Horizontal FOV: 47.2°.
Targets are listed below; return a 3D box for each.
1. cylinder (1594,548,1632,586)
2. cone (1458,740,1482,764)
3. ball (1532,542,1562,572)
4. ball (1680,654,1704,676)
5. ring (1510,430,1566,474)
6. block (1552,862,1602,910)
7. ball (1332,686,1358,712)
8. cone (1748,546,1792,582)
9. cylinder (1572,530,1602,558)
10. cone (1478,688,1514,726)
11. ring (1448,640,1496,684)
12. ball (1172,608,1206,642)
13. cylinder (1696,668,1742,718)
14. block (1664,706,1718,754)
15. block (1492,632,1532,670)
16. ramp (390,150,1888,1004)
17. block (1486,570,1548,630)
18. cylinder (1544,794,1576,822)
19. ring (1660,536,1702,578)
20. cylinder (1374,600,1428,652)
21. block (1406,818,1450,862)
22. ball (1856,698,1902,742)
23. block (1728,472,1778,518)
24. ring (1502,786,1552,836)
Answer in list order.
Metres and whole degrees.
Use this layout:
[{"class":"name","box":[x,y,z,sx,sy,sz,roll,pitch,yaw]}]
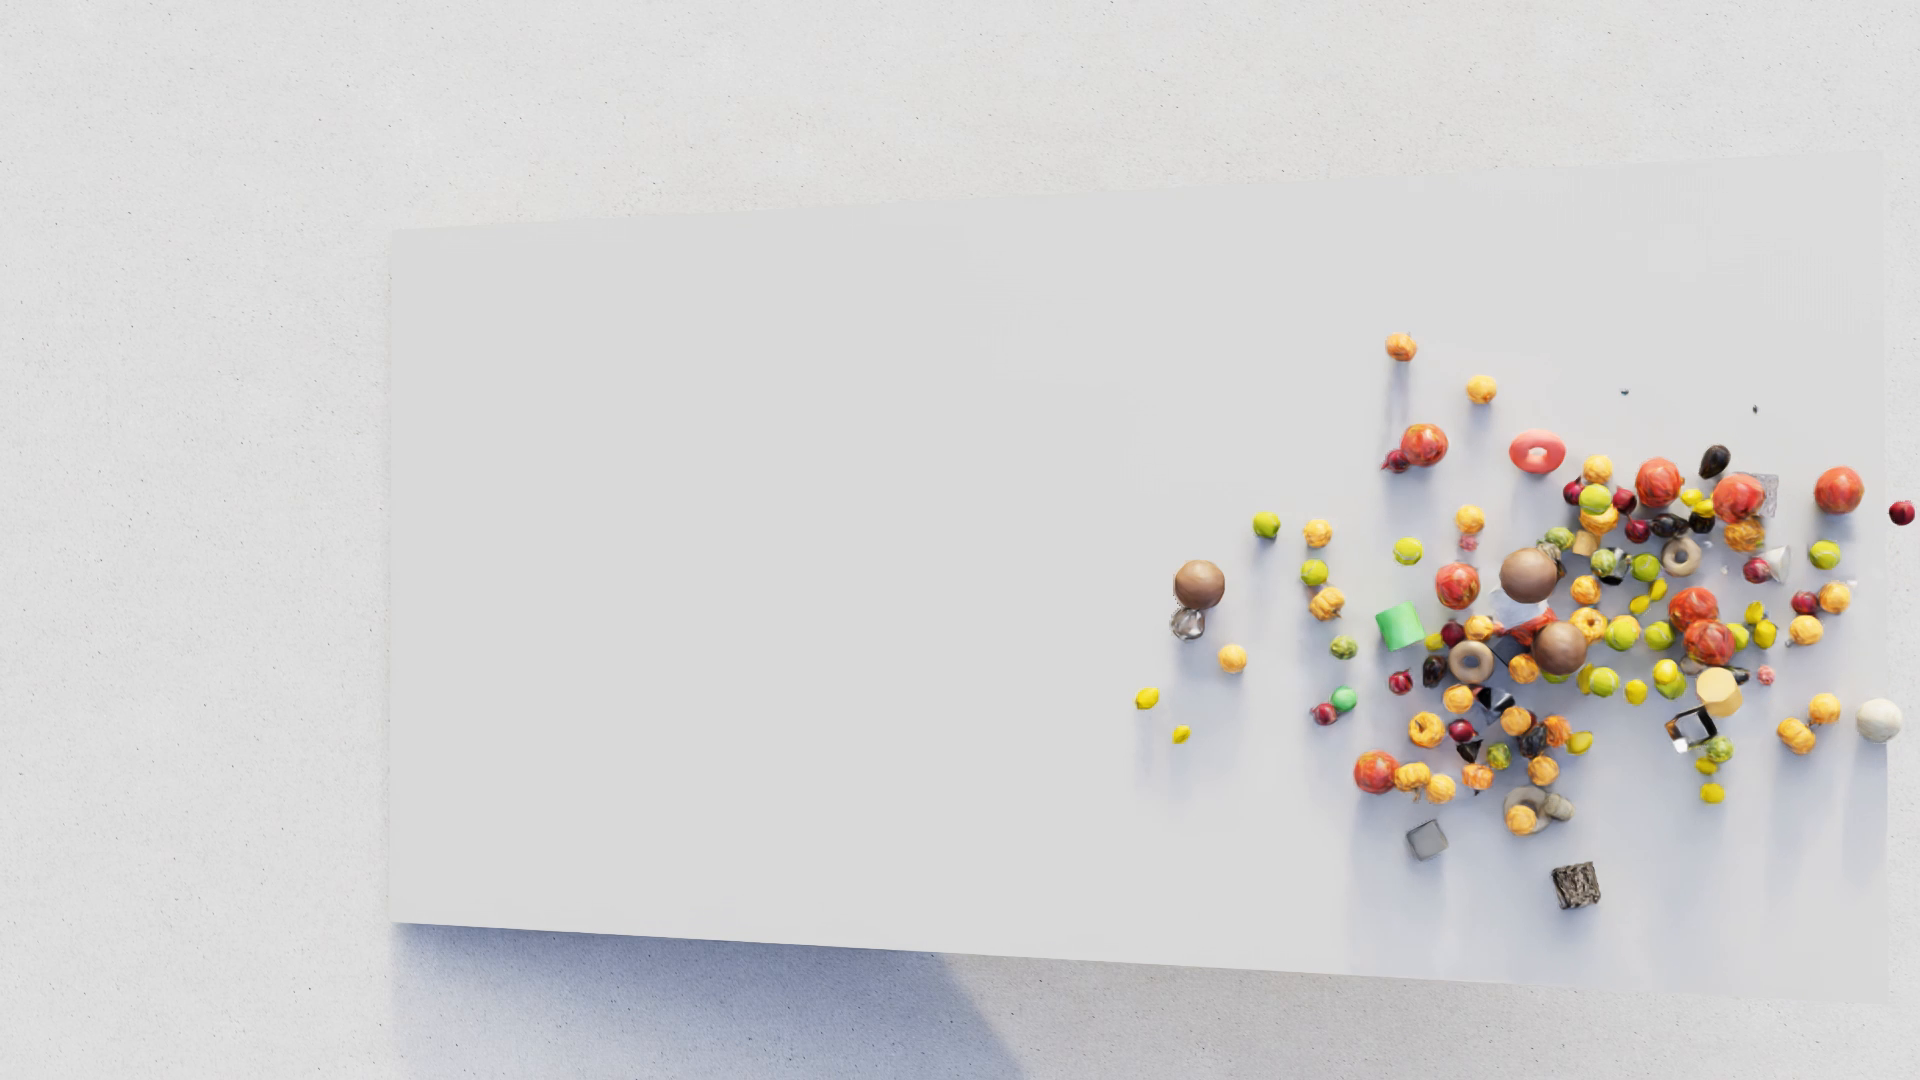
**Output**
[{"class":"cylinder","box":[1.570,0.063,5.284,0.066,0.066,0.066,33,68,0]},{"class":"cone","box":[1.265,0.510,5.410,0.059,0.059,0.059,-40,89,1]},{"class":"ball","box":[1.402,0.040,5.255,0.070,0.070,0.070,0,89,0]},{"class":"ball","box":[1.745,0.297,5.246,0.054,0.054,0.054,0,89,0]},{"class":"ring","box":[1.401,-0.214,5.332,0.135,0.135,0.045,13,49,0]},{"class":"block","box":[1.486,0.832,5.299,0.089,0.089,0.089,-15,85,21]},{"class":"ball","box":[0.959,0.397,5.489,0.063,0.063,0.063,0,89,0]},{"class":"cone","box":[1.905,0.048,5.197,0.089,0.089,0.089,14,89,36]},{"class":"cylinder","box":[1.517,0.010,5.320,0.058,0.058,0.058,16,94,0]},{"class":"cone","box":[1.300,0.423,5.376,0.089,0.089,0.089,6,128,0]},{"class":"ring","box":[1.254,0.299,5.389,0.115,0.038,0.115,8,116,17]},{"class":"ball","box":[0.582,0.215,5.600,0.086,0.086,0.086,0,89,0]},{"class":"cylinder","box":[1.759,0.353,5.092,0.087,0.087,0.087,-15,56,23]},{"class":"block","box":[1.688,0.437,5.077,0.072,0.072,0.072,-14,67,-16]},{"class":"block","box":[1.346,0.269,5.367,0.067,0.067,0.067,-46,77,12]},{"class":"ramp","box":[0.275,0.093,5.797,4.000,0.100,2.000,0,89,18]},{"class":"block","box":[1.315,0.142,5.185,0.096,0.096,0.096,-29,88,25]},{"class":"cylinder","box":[1.448,0.647,5.310,0.052,0.052,0.052,30,89,-22]},{"class":"ring","box":[1.723,0.041,5.256,0.098,0.033,0.098,-5,81,36]},{"class":"cylinder","box":[1.088,0.213,5.433,0.098,0.098,0.098,-27,93,0]},{"class":"block","box":[1.153,0.739,5.418,0.073,0.073,0.073,-29,81,15]},{"class":"ball","box":[2.131,0.416,5.097,0.100,0.100,0.100,0,89,0]},{"class":"block","box":[1.872,-0.106,5.187,0.100,0.100,0.100,5,91,18]},{"class":"ring","box":[1.384,0.659,5.362,0.122,0.041,0.122,0,89,13]}]
